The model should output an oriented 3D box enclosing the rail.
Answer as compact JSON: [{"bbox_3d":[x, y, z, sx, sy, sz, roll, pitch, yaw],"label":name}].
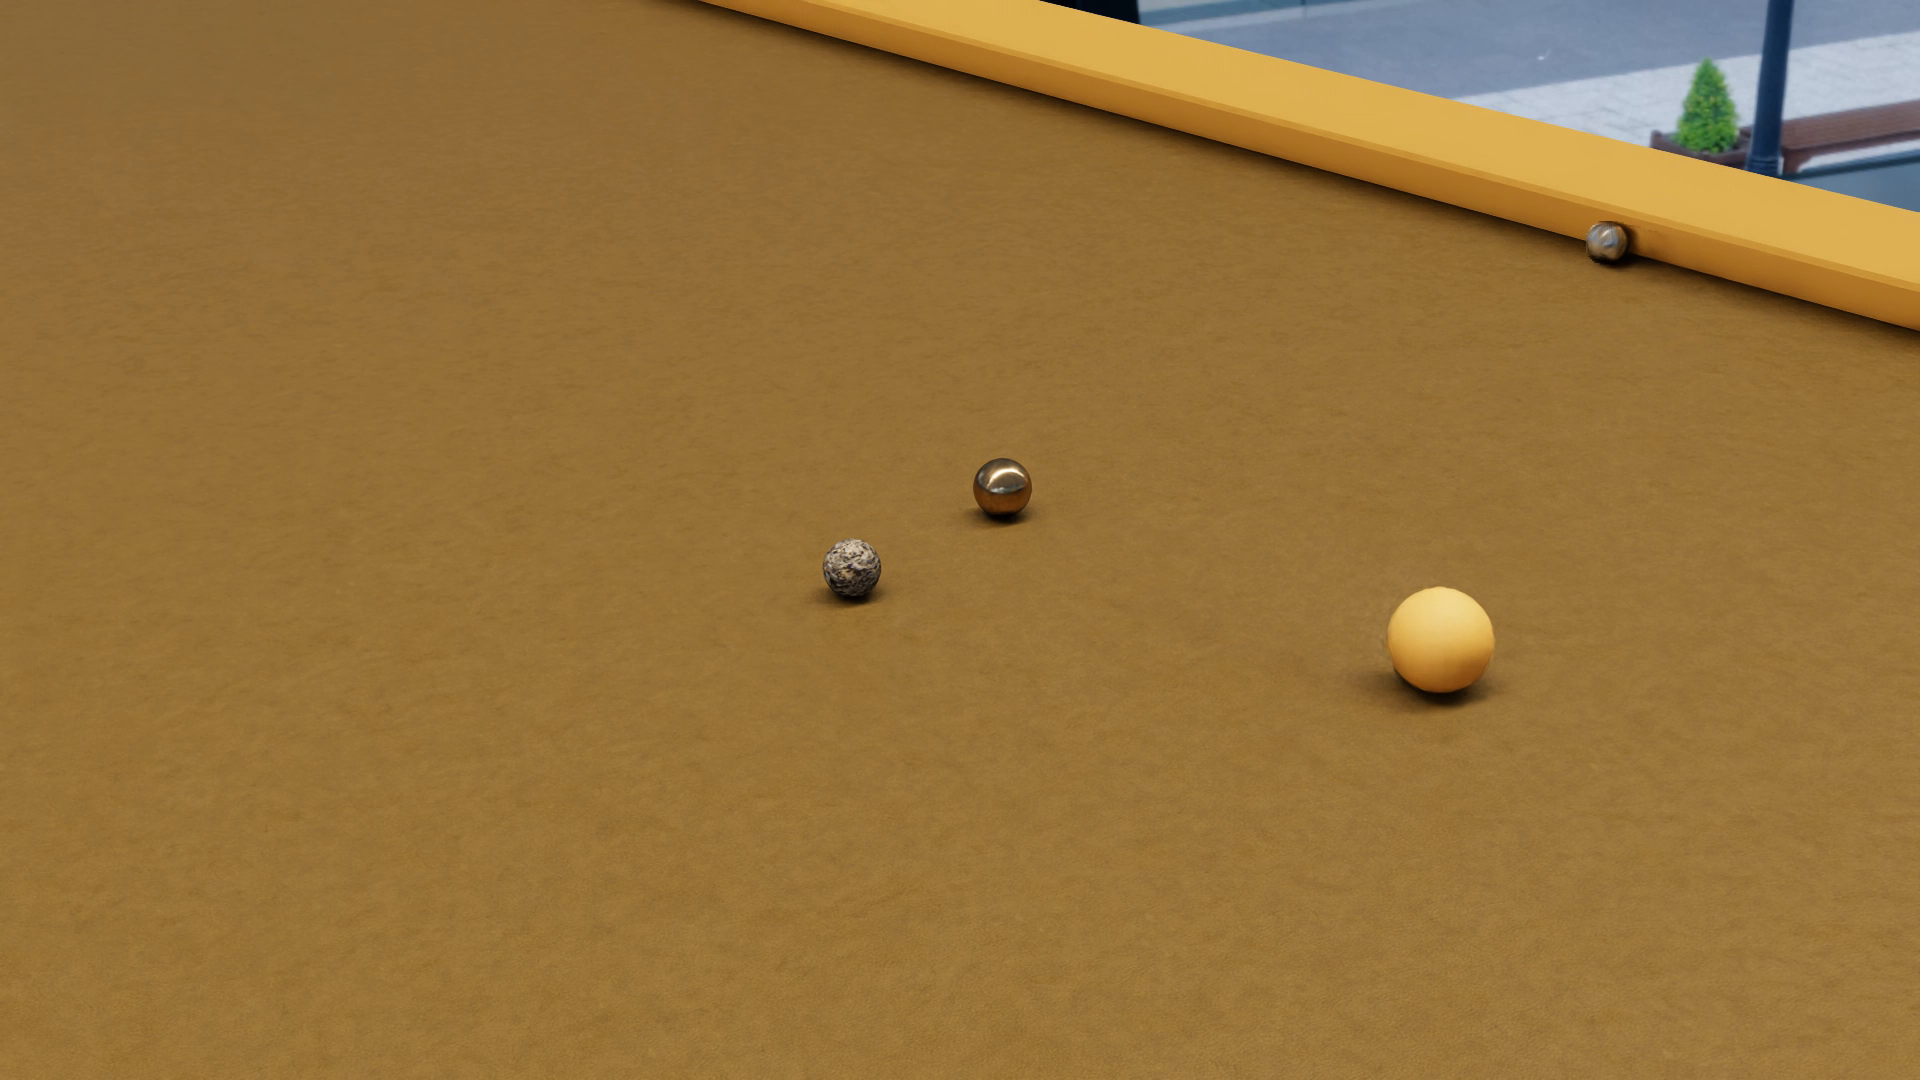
[{"bbox_3d":[0.069,-0.615,3.665,0.045,0.114,4.098,-21,31,-39],"label":"rail"}]

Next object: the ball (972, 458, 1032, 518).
[{"bbox_3d":[0.035,-0.043,2.442,0.049,0.049,0.049,0,24,0],"label":"ball"}]

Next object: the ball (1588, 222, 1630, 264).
[{"bbox_3d":[0.674,-0.309,3.058,0.043,0.043,0.043,0,24,0],"label":"ball"}]

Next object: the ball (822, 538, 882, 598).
[{"bbox_3d":[-0.084,0.022,2.297,0.046,0.046,0.046,0,24,0],"label":"ball"}]

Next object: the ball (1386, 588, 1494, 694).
[{"bbox_3d":[0.349,0.073,2.142,0.077,0.077,0.077,0,24,0],"label":"ball"}]
